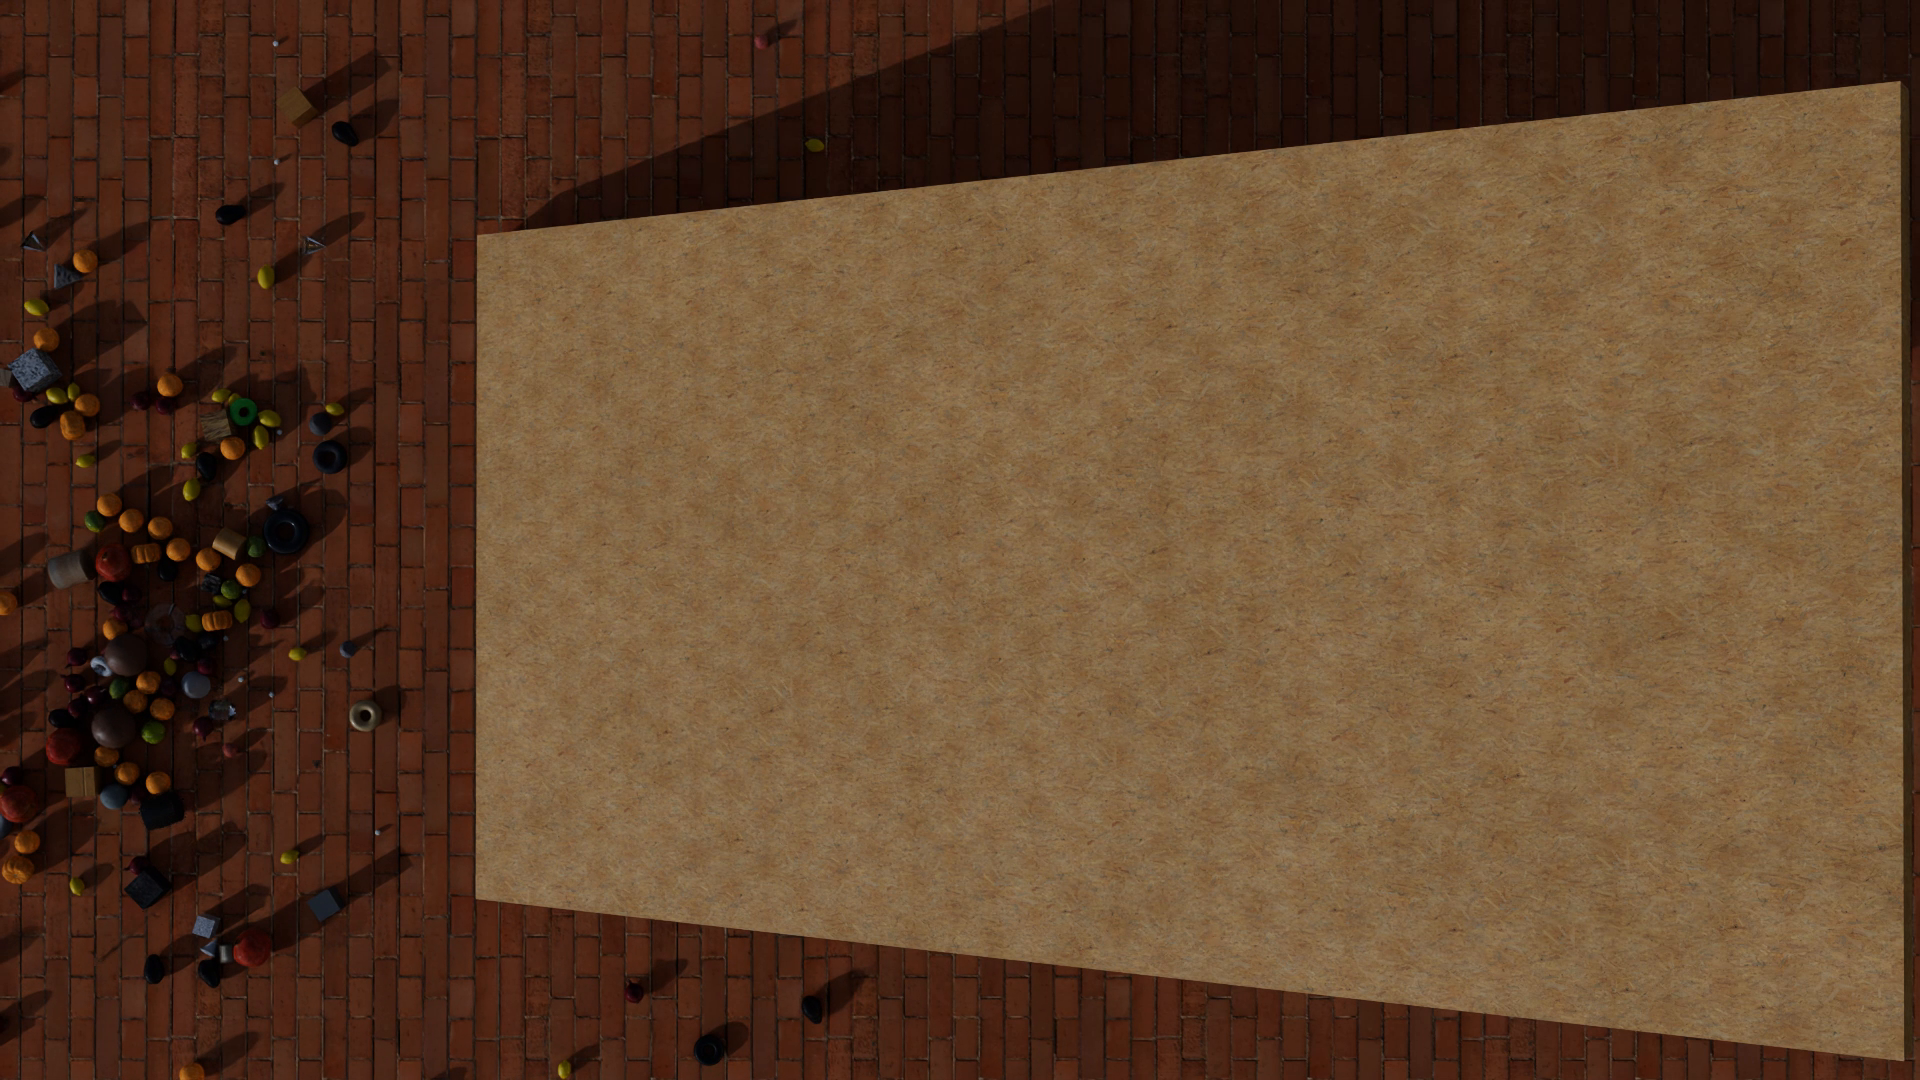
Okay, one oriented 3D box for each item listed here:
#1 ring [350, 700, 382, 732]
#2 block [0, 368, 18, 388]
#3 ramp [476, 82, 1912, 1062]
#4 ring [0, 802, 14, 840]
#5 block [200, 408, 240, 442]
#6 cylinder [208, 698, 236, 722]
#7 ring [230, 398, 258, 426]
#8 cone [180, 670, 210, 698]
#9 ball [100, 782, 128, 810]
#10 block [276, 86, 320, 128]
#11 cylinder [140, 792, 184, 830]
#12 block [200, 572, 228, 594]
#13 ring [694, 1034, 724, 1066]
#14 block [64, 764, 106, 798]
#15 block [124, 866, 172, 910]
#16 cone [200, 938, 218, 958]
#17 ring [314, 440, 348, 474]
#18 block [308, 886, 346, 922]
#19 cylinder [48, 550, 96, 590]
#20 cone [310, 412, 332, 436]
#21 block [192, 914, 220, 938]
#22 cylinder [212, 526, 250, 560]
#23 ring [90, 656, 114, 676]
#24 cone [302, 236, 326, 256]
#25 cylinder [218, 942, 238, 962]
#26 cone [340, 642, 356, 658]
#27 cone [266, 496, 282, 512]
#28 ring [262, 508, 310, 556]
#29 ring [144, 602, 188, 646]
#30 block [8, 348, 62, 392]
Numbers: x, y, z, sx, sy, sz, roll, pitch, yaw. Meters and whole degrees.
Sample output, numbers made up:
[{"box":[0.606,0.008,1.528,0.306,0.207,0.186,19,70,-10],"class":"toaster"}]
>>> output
[{"box":[-1.808,0.534,6.691,0.099,0.033,0.099,0,90,-1],"class":"ring"},{"box":[-2.904,-0.492,6.690,0.051,0.051,0.051,13,90,0],"class":"block"},{"box":[0.260,0.071,5.599,4.000,0.100,2.000,0,89,32],"class":"ramp"},{"box":[-2.938,0.854,6.684,0.123,0.041,0.123,0,89,1],"class":"ring"},{"box":[-2.247,-0.347,6.674,0.080,0.080,0.080,-14,90,0],"class":"block"},{"box":[-2.242,0.519,6.677,0.060,0.060,0.060,15,89,18],"class":"cylinder"},{"box":[-2.176,-0.389,6.681,0.087,0.029,0.087,-12,110,-37],"class":"ring"},{"box":[-2.323,0.450,6.654,0.089,0.089,0.089,-1,102,-6],"class":"cone"},{"box":[-2.562,0.776,6.664,0.082,0.082,0.082,0,89,0],"class":"ball"},{"box":[-2.013,-1.316,6.683,0.080,0.080,0.080,-39,90,0],"class":"block"},{"box":[-2.415,0.820,6.658,0.093,0.093,0.093,-18,90,0],"class":"cylinder"},{"box":[-2.268,0.133,6.684,0.052,0.052,0.052,20,90,0],"class":"block"},{"box":[-0.763,1.551,6.682,0.094,0.031,0.094,0,89,1],"class":"ring"},{"box":[-2.649,0.729,6.661,0.087,0.087,0.087,-3,89,0],"class":"block"},{"box":[-2.457,1.053,6.660,0.085,0.085,0.085,-44,90,0],"class":"block"},{"box":[-2.272,1.233,6.688,0.054,0.054,0.054,27,63,0],"class":"cone"},{"box":[-1.918,-0.252,6.697,0.104,0.035,0.104,0,89,-1],"class":"ring"},{"box":[-1.919,1.102,6.665,0.073,0.073,0.073,-32,90,0],"class":"block"},{"box":[-2.691,0.090,6.661,0.099,0.099,0.099,-16,90,0],"class":"cylinder"},{"box":[-1.953,-0.354,6.679,0.071,0.071,0.071,0,89,0],"class":"cone"},{"box":[-2.286,1.170,6.674,0.055,0.055,0.055,18,90,0],"class":"block"},{"box":[-2.212,0.011,6.673,0.077,0.077,0.077,29,90,0],"class":"cylinder"},{"box":[-2.604,0.384,6.680,0.077,0.026,0.077,10,133,11],"class":"ring"},{"box":[-1.966,-0.895,6.704,0.067,0.067,0.067,0,89,-27],"class":"cone"},{"box":[-2.220,1.253,6.674,0.052,0.052,0.052,-4,89,0],"class":"cylinder"},{"box":[-1.868,0.334,6.683,0.051,0.051,0.051,0,89,0],"class":"cone"},{"box":[-2.081,-0.099,6.700,0.054,0.054,0.054,-11,116,0],"class":"cone"},{"box":[-2.050,-0.024,6.688,0.143,0.048,0.143,0,90,-1],"class":"ring"},{"box":[-2.413,0.256,6.687,0.137,0.046,0.137,0,88,1],"class":"ring"},{"box":[-2.804,-0.514,6.669,0.094,0.094,0.094,-35,90,0],"class":"block"}]
